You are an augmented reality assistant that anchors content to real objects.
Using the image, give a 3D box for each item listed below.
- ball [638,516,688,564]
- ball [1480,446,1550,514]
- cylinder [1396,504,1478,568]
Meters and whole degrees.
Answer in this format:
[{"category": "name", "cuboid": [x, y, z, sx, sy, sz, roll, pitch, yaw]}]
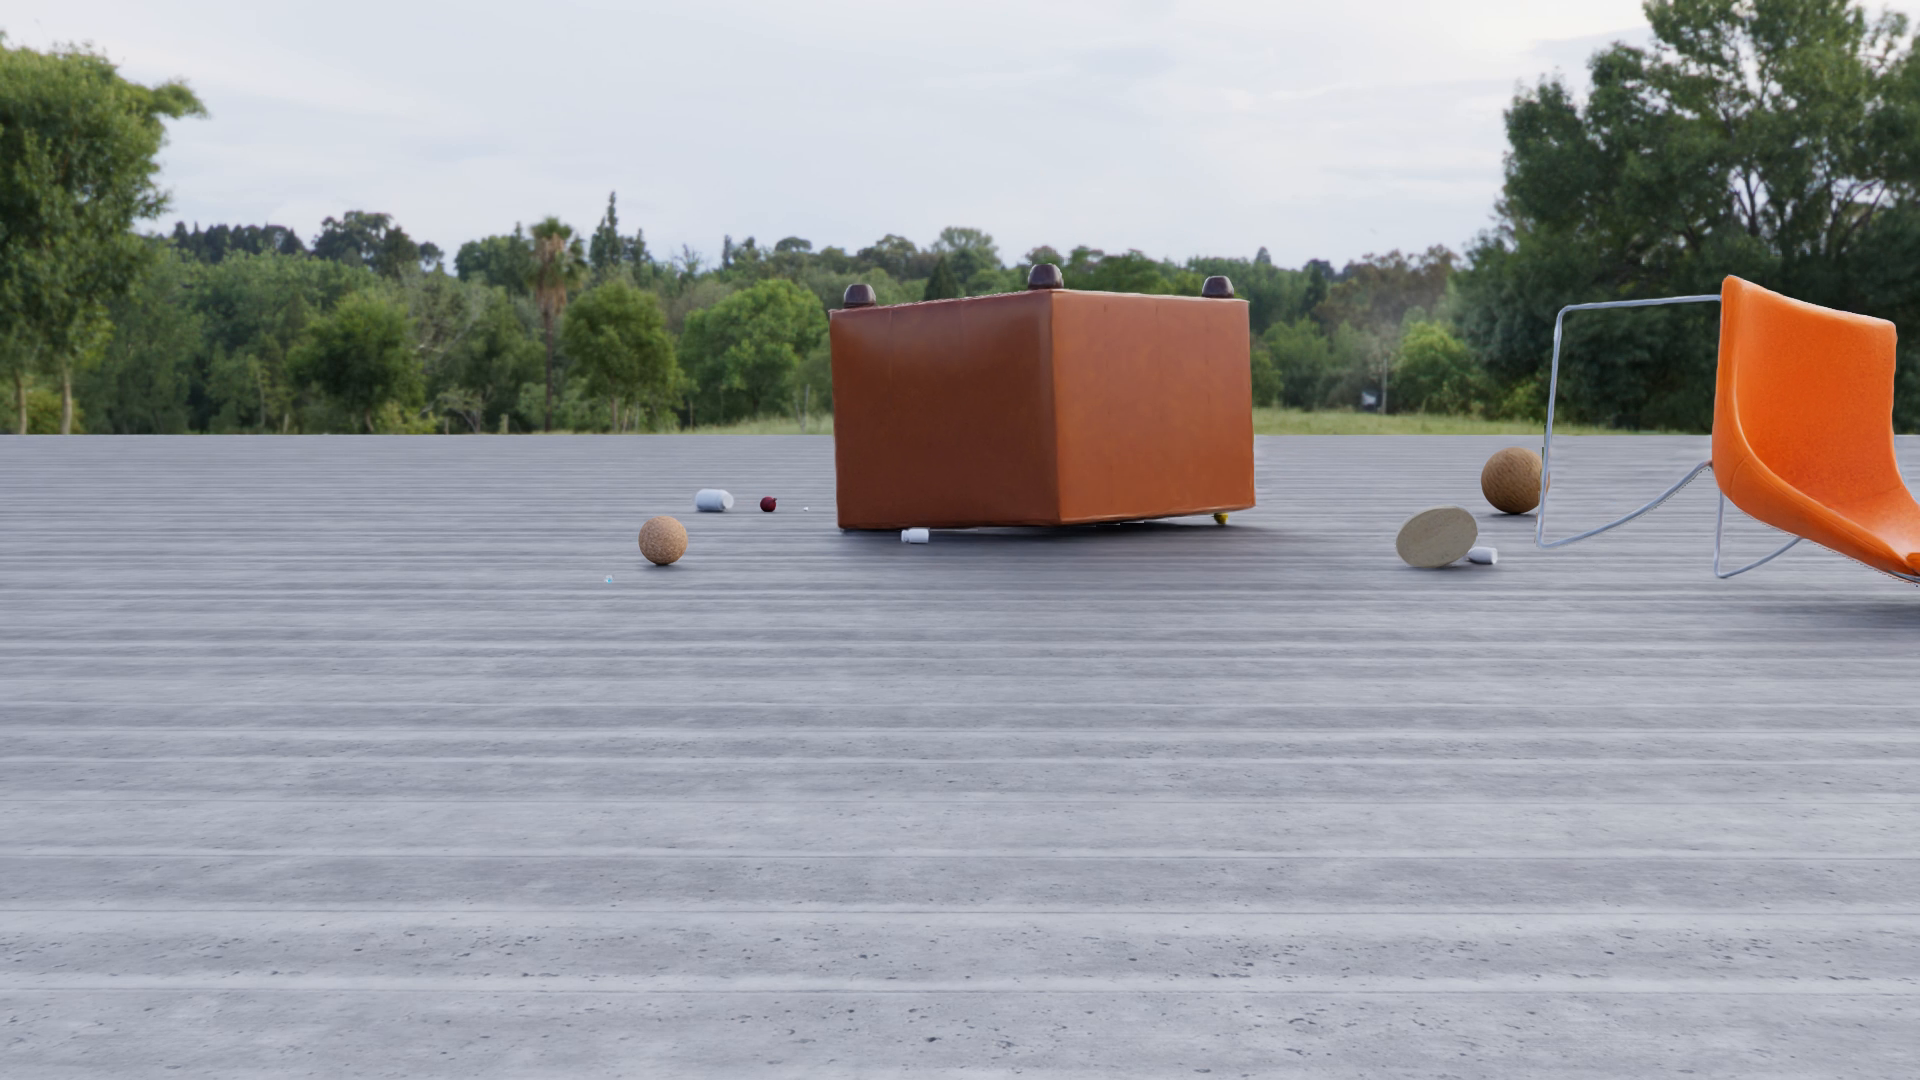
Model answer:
[{"category": "ball", "cuboid": [-0.758, 0.001, 5.617, 0.126, 0.126, 0.126, 0, 4, 0]}, {"category": "ball", "cuboid": [1.996, -0.215, 7.906, 0.242, 0.242, 0.242, 0, 4, 0]}, {"category": "cylinder", "cuboid": [1.208, -0.010, 5.571, 0.205, 0.143, 0.144, -21, -1, 12]}]
